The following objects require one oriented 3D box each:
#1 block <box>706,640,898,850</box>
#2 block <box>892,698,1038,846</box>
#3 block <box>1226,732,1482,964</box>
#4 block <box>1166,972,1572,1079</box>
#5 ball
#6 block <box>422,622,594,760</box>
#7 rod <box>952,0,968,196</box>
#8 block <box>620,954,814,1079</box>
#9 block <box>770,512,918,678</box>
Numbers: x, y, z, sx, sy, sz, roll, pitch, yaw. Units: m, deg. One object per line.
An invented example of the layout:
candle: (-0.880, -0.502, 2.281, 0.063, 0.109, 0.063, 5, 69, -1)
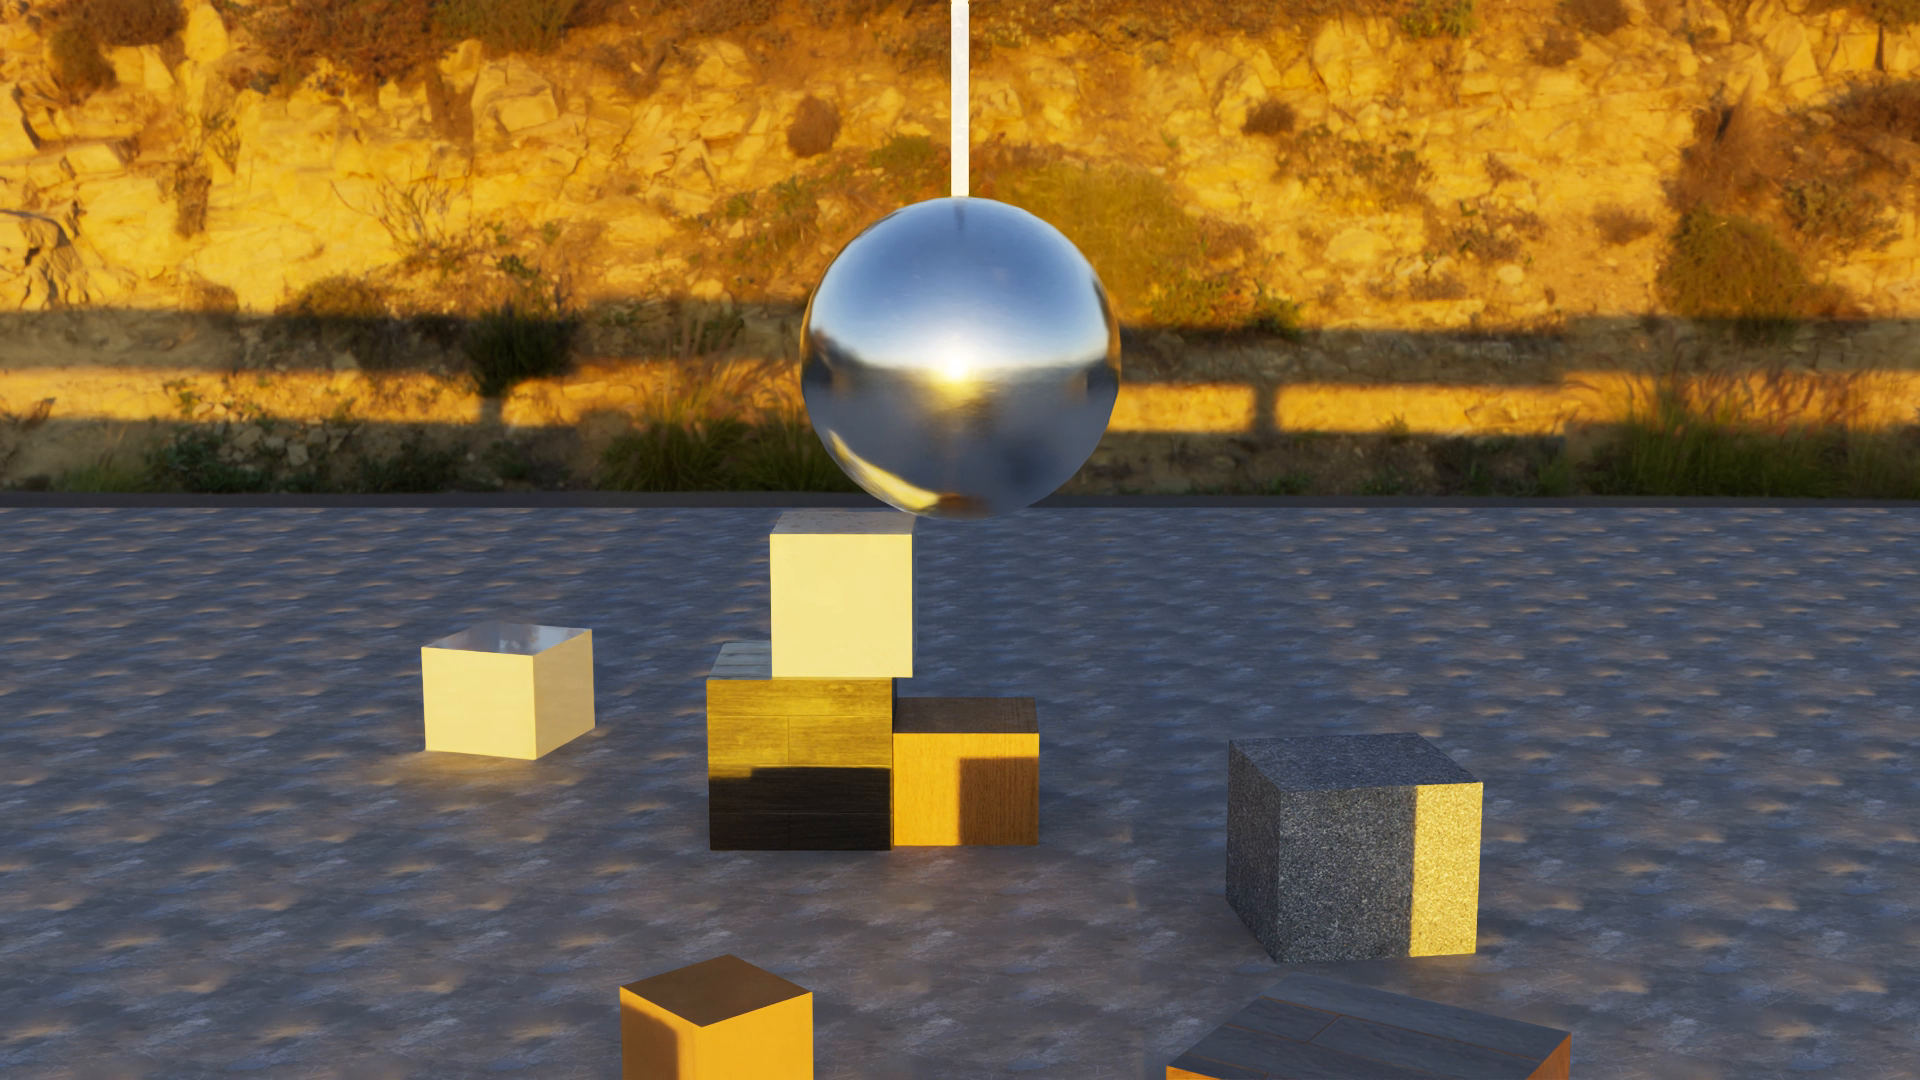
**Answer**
block: (-0.793, 1.045, 11.365, 0.914, 0.878, 0.879, 0, 10, 0)
block: (0.031, 1.189, 11.401, 0.729, 0.581, 0.727, 0, 10, 0)
block: (1.750, 1.366, 9.894, 0.900, 0.773, 0.830, -2, 10, -8)
block: (1.182, 1.919, 6.381, 0.880, 0.940, 0.853, 7, 12, 32)
ball: (0.000, -0.890, 10.855, 1.600, 1.600, 1.600, 0, 10, 0)
block: (-2.665, 0.879, 13.026, 0.717, 0.610, 0.733, 3, 11, 17)
rod: (0.000, -4.250, 10.337, 0.080, 5.200, 0.080, 0, 9, 0)
block: (-0.877, 1.859, 7.939, 0.483, 0.501, 0.504, -9, 14, -41)
block: (-0.578, 0.266, 11.187, 0.695, 0.717, 0.671, 0, 10, 1)
